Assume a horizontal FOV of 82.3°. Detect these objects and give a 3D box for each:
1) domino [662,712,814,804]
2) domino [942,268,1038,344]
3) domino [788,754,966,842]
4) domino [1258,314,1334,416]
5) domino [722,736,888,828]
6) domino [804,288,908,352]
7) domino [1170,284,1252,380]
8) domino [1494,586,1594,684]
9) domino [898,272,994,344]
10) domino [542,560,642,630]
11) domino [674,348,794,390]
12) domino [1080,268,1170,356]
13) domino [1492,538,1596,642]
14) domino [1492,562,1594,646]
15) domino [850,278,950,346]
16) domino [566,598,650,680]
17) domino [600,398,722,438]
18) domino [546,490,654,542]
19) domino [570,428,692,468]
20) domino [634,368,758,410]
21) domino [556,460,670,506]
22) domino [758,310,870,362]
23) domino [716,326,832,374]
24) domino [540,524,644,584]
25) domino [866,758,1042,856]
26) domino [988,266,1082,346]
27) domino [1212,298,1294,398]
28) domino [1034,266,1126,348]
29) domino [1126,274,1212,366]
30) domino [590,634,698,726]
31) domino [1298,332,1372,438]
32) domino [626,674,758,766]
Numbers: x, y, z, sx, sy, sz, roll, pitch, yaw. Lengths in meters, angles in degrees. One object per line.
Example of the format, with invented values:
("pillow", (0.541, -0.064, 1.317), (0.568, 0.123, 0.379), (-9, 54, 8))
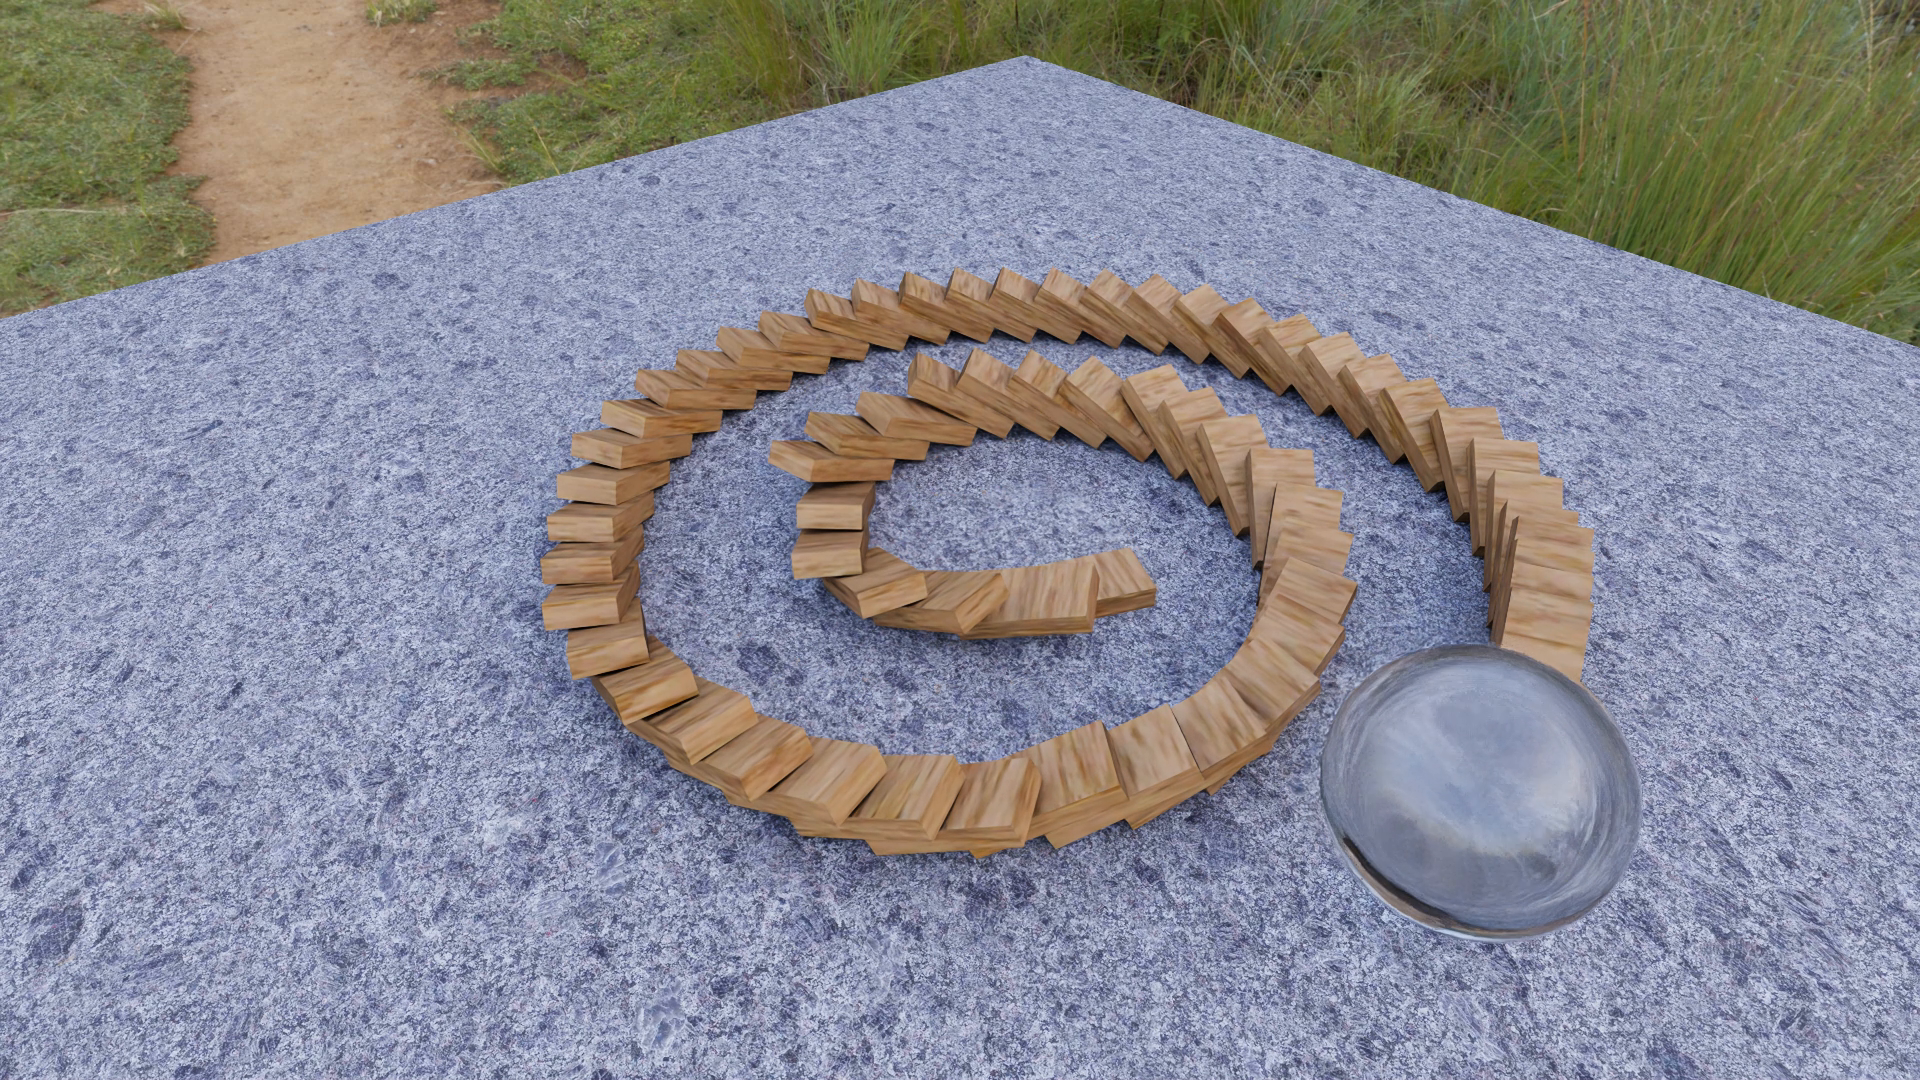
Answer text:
("domino", (-0.071, 0.066, 0.347), (0.025, 0.009, 0.050), (-35, 26, -35))
("domino", (0.017, -0.124, 0.579), (0.050, 0.010, 0.025), (23, 38, -11))
("domino", (-0.026, 0.077, 0.332), (0.050, 0.010, 0.025), (-7, 32, 33))
("domino", (0.169, -0.085, 0.531), (0.025, 0.010, 0.050), (-22, 69, -25))
("domino", (-0.049, 0.073, 0.339), (0.050, 0.009, 0.025), (-1, 31, 41))
("domino", (-0.053, -0.113, 0.565), (0.050, 0.009, 0.025), (11, 33, -28))
("domino", (0.133, -0.106, 0.557), (0.025, 0.009, 0.050), (-33, 75, -34))
("domino", (0.192, 0.043, 0.366), (0.025, 0.010, 0.050), (12, 83, 14))
("domino", (-0.007, -0.122, 0.576), (0.050, 0.010, 0.025), (19, 36, -17))
("domino", (-0.134, 0.019, 0.404), (0.025, 0.010, 0.050), (-5, 15, -6))
("domino", (-0.108, -0.081, 0.527), (0.025, 0.009, 0.050), (33, 25, 33))
("domino", (0.089, -0.119, 0.573), (0.050, 0.010, 0.025), (35, 46, 2))
("domino", (0.204, 0.027, 0.386), (0.025, 0.010, 0.050), (12, 83, 14))
("domino", (0.197, 0.035, 0.376), (0.025, 0.010, 0.050), (12, 83, 14))
("domino", (-0.031, -0.119, 0.572), (0.050, 0.010, 0.025), (15, 34, -22))
("domino", (-0.123, 0.034, 0.386), (0.025, 0.010, 0.050), (-13, 16, -15))
("domino", (-0.134, -0.056, 0.495), (0.025, 0.009, 0.050), (21, 18, 24))
("domino", (-0.143, -0.010, 0.440), (0.025, 0.010, 0.050), (2, 15, 2))
("domino", (-0.142, -0.042, 0.478), (0.025, 0.009, 0.050), (15, 16, 18))
("domino", (-0.123, -0.070, 0.513), (0.025, 0.009, 0.050), (31, 24, 32))
("domino", (-0.144, -0.026, 0.459), (0.025, 0.010, 0.050), (7, 15, 8))
("domino", (-0.073, -0.102, 0.553), (0.050, 0.009, 0.025), (1, 32, -40))
("domino", (-0.092, -0.093, 0.541), (0.050, 0.009, 0.025), (-1, 32, -43))
("domino", (-0.140, 0.005, 0.421), (0.025, 0.010, 0.050), (-2, 14, -2))
("domino", (-0.002, 0.080, 0.329), (0.050, 0.009, 0.025), (-12, 33, 27))
("domino", (0.041, -0.123, 0.578), (0.050, 0.010, 0.025), (25, 40, -8))
("domino", (0.151, -0.096, 0.545), (0.025, 0.010, 0.050), (-29, 72, -31))
("domino", (0.065, -0.122, 0.576), (0.050, 0.010, 0.025), (29, 42, -3))
("domino", (0.112, -0.114, 0.566), (0.050, 0.010, 0.025), (42, 50, 8))
("domino", (-0.108, 0.046, 0.371), (0.025, 0.010, 0.050), (-22, 19, -25))
("domino", (0.184, -0.073, 0.517), (0.025, 0.010, 0.050), (-19, 68, -21))
("domino", (-0.090, 0.057, 0.358), (0.025, 0.009, 0.050), (-31, 24, -32))
